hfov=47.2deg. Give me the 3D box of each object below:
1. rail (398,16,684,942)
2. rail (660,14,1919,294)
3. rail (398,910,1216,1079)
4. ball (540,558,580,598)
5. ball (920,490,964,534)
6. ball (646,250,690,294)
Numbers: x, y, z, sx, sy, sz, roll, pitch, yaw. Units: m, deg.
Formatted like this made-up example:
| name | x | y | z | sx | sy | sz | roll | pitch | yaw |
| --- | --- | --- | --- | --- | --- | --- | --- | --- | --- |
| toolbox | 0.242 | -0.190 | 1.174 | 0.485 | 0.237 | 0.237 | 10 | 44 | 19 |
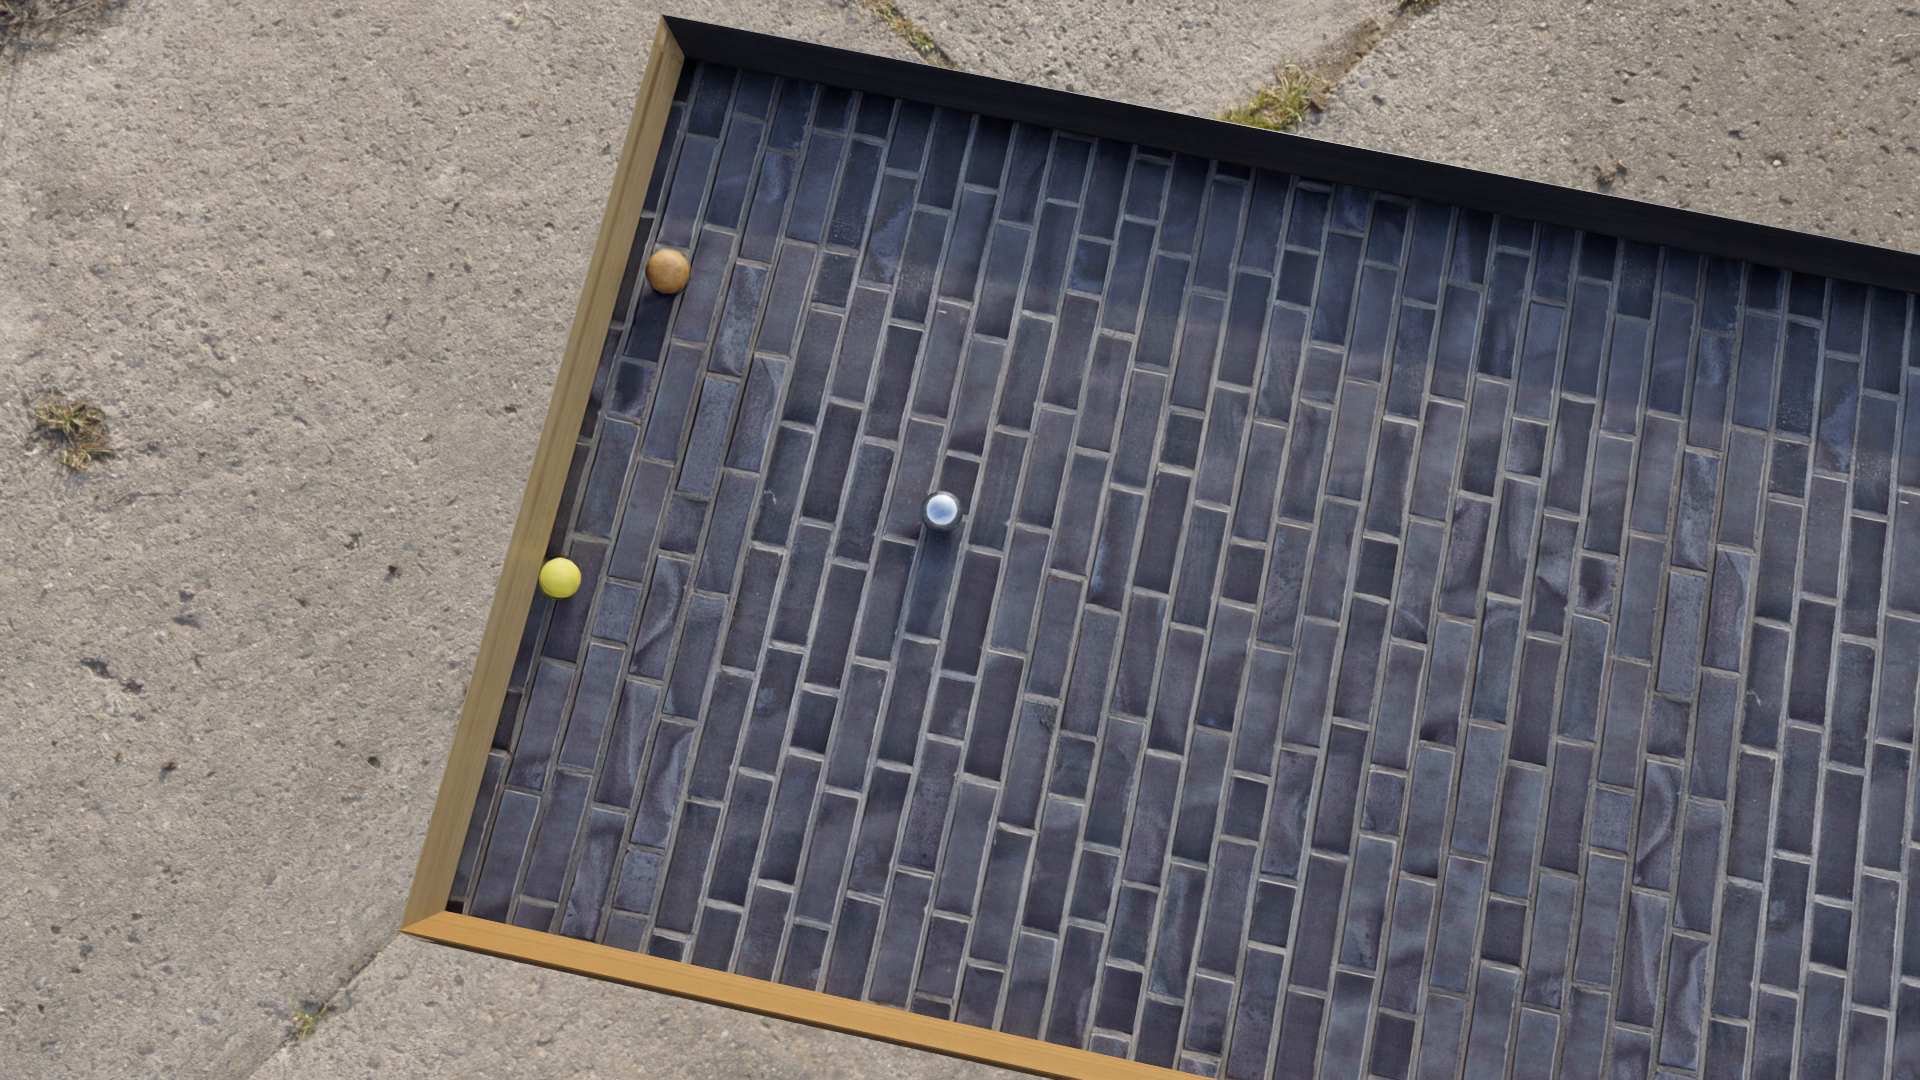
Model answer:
| name | x | y | z | sx | sy | sz | roll | pitch | yaw |
| --- | --- | --- | --- | --- | --- | --- | --- | --- | --- |
| rail | -0.624 | -0.131 | 3.411 | 0.045 | 0.091 | 1.519 | 12 | 73 | 4 |
| rail | 0.801 | -0.559 | 3.542 | 2.645 | 0.091 | 0.045 | 12 | 73 | 4 |
| rail | 0.493 | 0.817 | 3.120 | 2.645 | 0.091 | 0.045 | 12 | 73 | 4 |
| ball | -0.613 | 0.059 | 3.368 | 0.063 | 0.063 | 0.063 | 0 | 73 | 0 |
| ball | -0.028 | -0.043 | 3.398 | 0.066 | 0.066 | 0.066 | 0 | 73 | 0 |
| ball | -0.467 | -0.428 | 3.514 | 0.070 | 0.070 | 0.070 | 0 | 73 | 0 |
